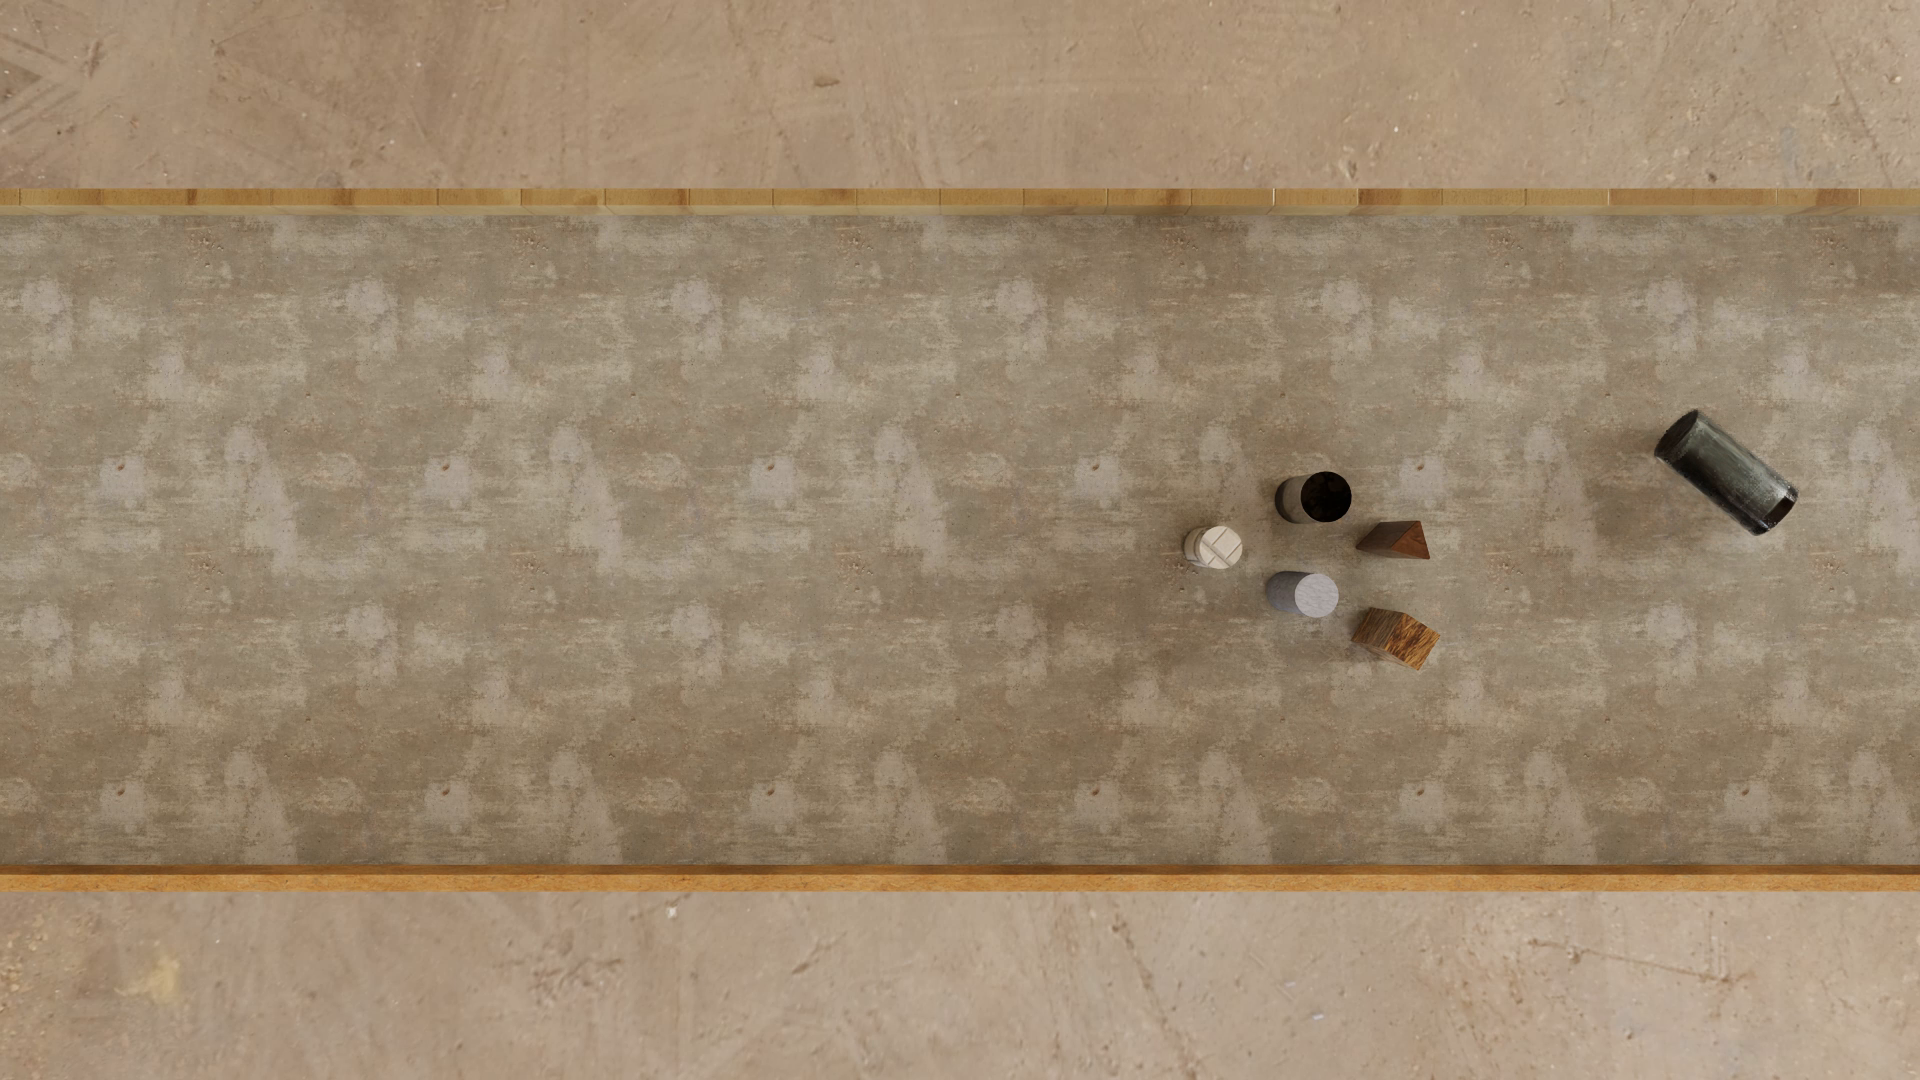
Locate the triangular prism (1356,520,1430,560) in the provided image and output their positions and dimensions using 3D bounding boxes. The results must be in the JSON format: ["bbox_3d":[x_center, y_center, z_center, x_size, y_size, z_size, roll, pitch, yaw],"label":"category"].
[{"bbox_3d":[1.285,-0.008,4.867,0.113,0.419,0.098,15,90,0],"label":"triangular prism"}]

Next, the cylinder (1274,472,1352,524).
[{"bbox_3d":[1.041,-0.123,4.884,0.146,0.385,0.146,0,90,0],"label":"cylinder"}]

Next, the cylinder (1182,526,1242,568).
[{"bbox_3d":[0.747,0.022,4.899,0.122,0.356,0.122,0,90,0],"label":"cylinder"}]

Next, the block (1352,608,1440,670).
[{"bbox_3d":[1.284,0.289,4.881,0.120,0.390,0.120,32,90,0],"label":"block"}]

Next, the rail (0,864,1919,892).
[{"bbox_3d":[-2.247,1.025,5.001,12.000,0.150,0.050,0,90,0],"label":"rail"}]

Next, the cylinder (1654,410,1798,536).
[{"bbox_3d":[2.313,-0.202,4.987,0.381,0.179,0.179,39,90,0],"label":"cylinder"}]

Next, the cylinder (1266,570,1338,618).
[{"bbox_3d":[1.005,0.157,4.862,0.124,0.429,0.124,0,90,0],"label":"cylinder"}]

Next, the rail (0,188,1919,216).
[{"bbox_3d":[-2.247,-1.025,5.002,12.000,0.150,0.050,0,90,0],"label":"rail"}]
